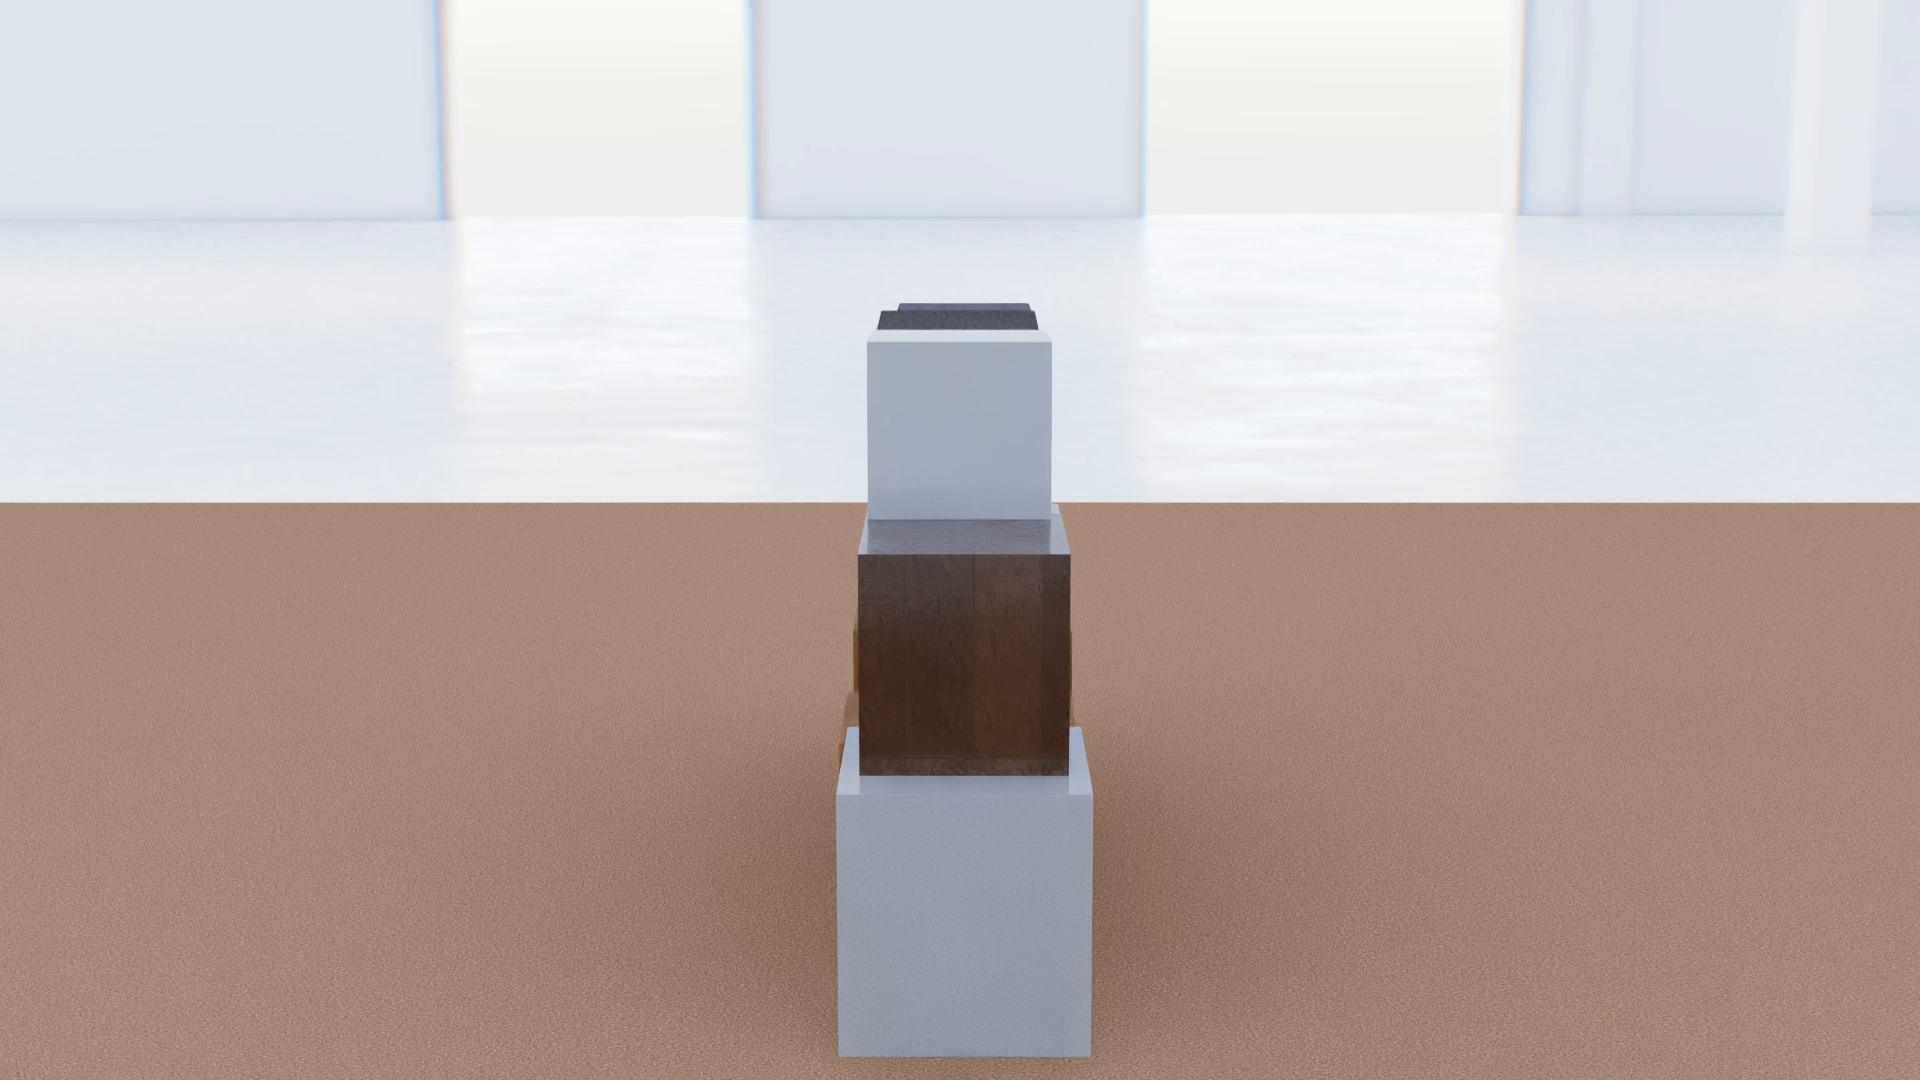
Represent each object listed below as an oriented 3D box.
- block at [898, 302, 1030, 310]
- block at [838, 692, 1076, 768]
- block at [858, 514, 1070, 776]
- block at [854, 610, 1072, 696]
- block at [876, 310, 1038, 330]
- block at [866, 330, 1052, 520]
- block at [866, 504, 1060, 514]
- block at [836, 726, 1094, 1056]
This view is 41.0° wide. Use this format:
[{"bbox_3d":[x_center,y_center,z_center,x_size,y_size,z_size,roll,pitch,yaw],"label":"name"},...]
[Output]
[{"bbox_3d":[0.020,-0.751,11.982,0.617,0.659,0.599,0,10,0],"label":"block"},{"bbox_3d":[-0.004,1.170,10.581,0.945,0.912,0.860,0,10,0],"label":"block"},{"bbox_3d":[0.015,0.379,9.701,0.765,0.821,0.852,0,10,0],"label":"block"},{"bbox_3d":[0.013,0.815,12.318,1.005,0.989,0.961,0,10,0],"label":"block"},{"bbox_3d":[-0.009,-0.634,11.324,0.693,0.682,0.694,0,12,0],"label":"block"},{"bbox_3d":[-0.002,-0.467,10.183,0.709,0.684,0.647,0,9,0],"label":"block"},{"bbox_3d":[0.014,0.310,10.561,0.804,0.787,0.849,0,10,0],"label":"block"},{"bbox_3d":[0.017,1.301,9.669,0.913,0.981,0.960,0,10,0],"label":"block"}]
